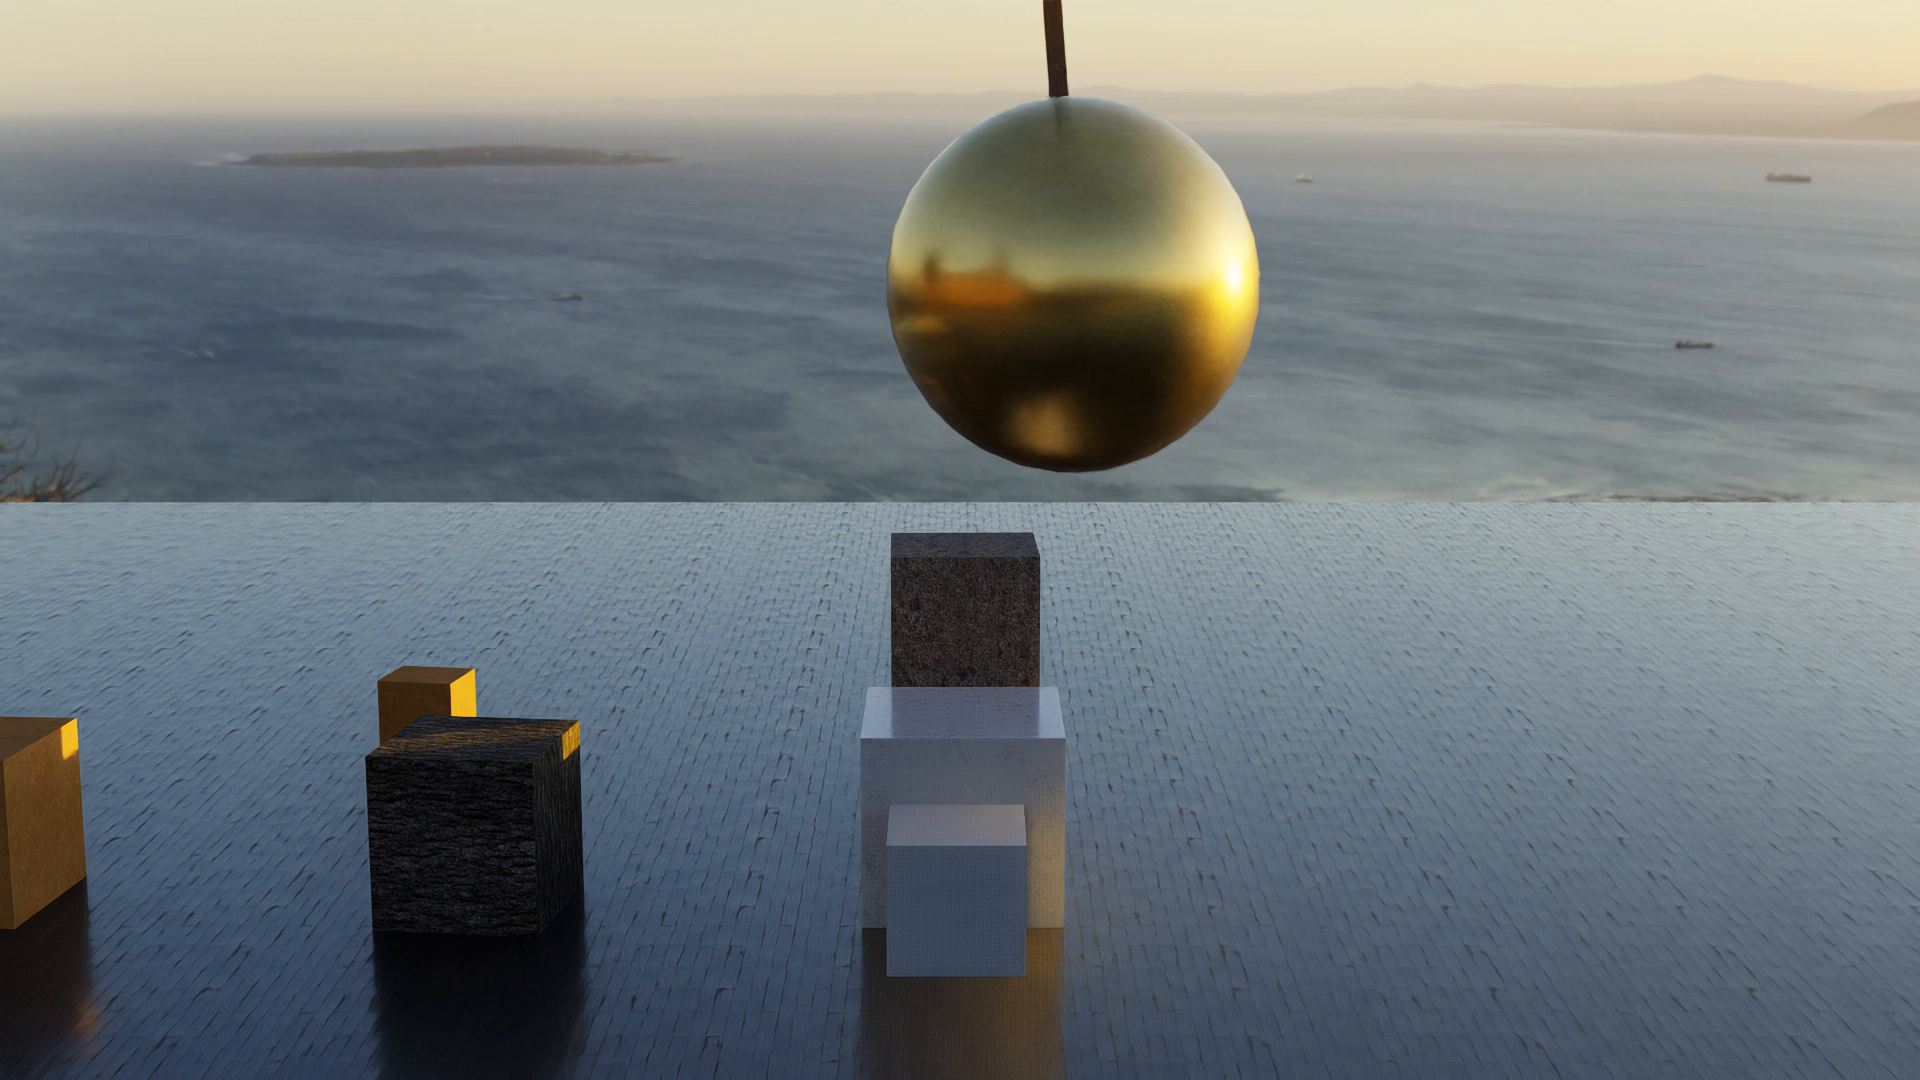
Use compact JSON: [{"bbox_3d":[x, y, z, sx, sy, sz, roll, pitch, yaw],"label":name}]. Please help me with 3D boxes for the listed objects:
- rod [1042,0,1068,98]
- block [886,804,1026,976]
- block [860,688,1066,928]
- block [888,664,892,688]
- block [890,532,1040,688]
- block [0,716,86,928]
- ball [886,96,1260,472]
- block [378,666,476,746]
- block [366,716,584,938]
[{"bbox_3d":[0.209,-4.422,10.376,0.080,5.200,0.080,-5,10,1],"label":"rod"},{"bbox_3d":[-0.013,1.405,10.343,0.550,0.535,0.574,0,10,0],"label":"block"},{"bbox_3d":[0.012,1.135,11.050,0.842,0.814,0.894,0,10,0],"label":"block"},{"bbox_3d":[-0.012,0.981,12.413,0.672,0.629,0.664,0,10,0],"label":"block"},{"bbox_3d":[0.018,0.346,12.309,0.696,0.658,0.654,0,10,-1],"label":"block"},{"bbox_3d":[-4.283,1.193,10.987,0.764,0.721,0.719,1,10,5],"label":"block"},{"bbox_3d":[0.482,-1.088,10.983,1.600,1.600,1.600,0,10,0],"label":"ball"},{"bbox_3d":[-2.790,0.905,13.451,0.398,0.407,0.353,2,10,10],"label":"block"},{"bbox_3d":[-2.044,1.201,10.885,0.705,0.743,0.702,1,10,7],"label":"block"}]
